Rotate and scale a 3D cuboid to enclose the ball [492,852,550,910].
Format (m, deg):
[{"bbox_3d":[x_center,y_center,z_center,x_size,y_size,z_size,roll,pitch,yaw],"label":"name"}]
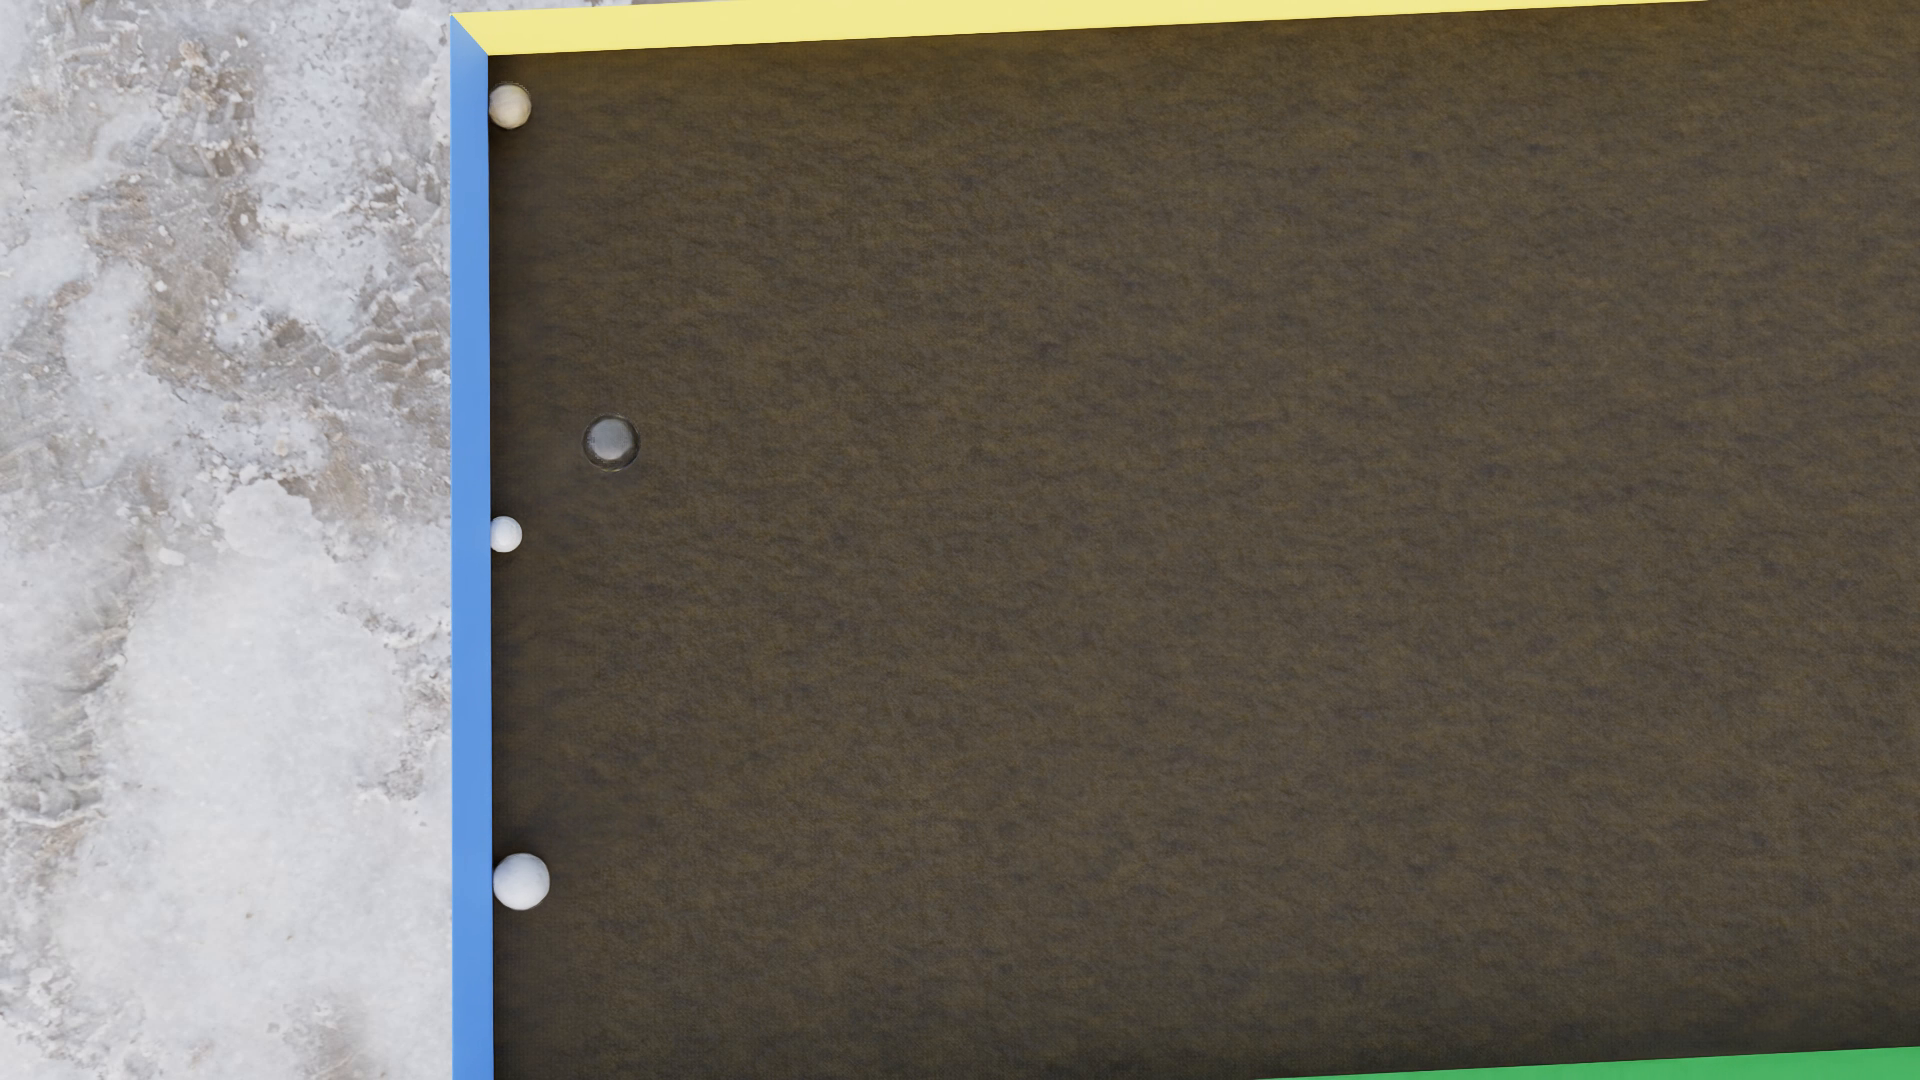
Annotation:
[{"bbox_3d":[-0.637,0.495,3.193,0.083,0.083,0.083,0,78,0],"label":"ball"}]

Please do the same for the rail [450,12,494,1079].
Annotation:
[{"bbox_3d":[-0.722,0.030,3.273,0.045,0.113,1.703,-3,78,-1],"label":"rail"}]

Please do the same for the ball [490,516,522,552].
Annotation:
[{"bbox_3d":[-0.687,-0.009,3.311,0.055,0.055,0.055,0,78,0],"label":"ball"}]

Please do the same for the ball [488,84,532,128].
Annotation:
[{"bbox_3d":[-0.706,-0.679,3.443,0.069,0.069,0.069,0,78,0],"label":"ball"}]

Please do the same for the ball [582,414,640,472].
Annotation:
[{"bbox_3d":[-0.527,-0.147,3.324,0.087,0.087,0.087,0,78,0],"label":"ball"}]

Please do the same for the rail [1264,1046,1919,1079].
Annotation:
[{"bbox_3d":[0.785,0.770,3.120,2.984,0.113,0.045,-3,78,-1],"label":"rail"}]

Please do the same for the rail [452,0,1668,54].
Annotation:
[{"bbox_3d":[0.705,-0.849,3.454,2.984,0.113,0.045,-3,78,-1],"label":"rail"}]
